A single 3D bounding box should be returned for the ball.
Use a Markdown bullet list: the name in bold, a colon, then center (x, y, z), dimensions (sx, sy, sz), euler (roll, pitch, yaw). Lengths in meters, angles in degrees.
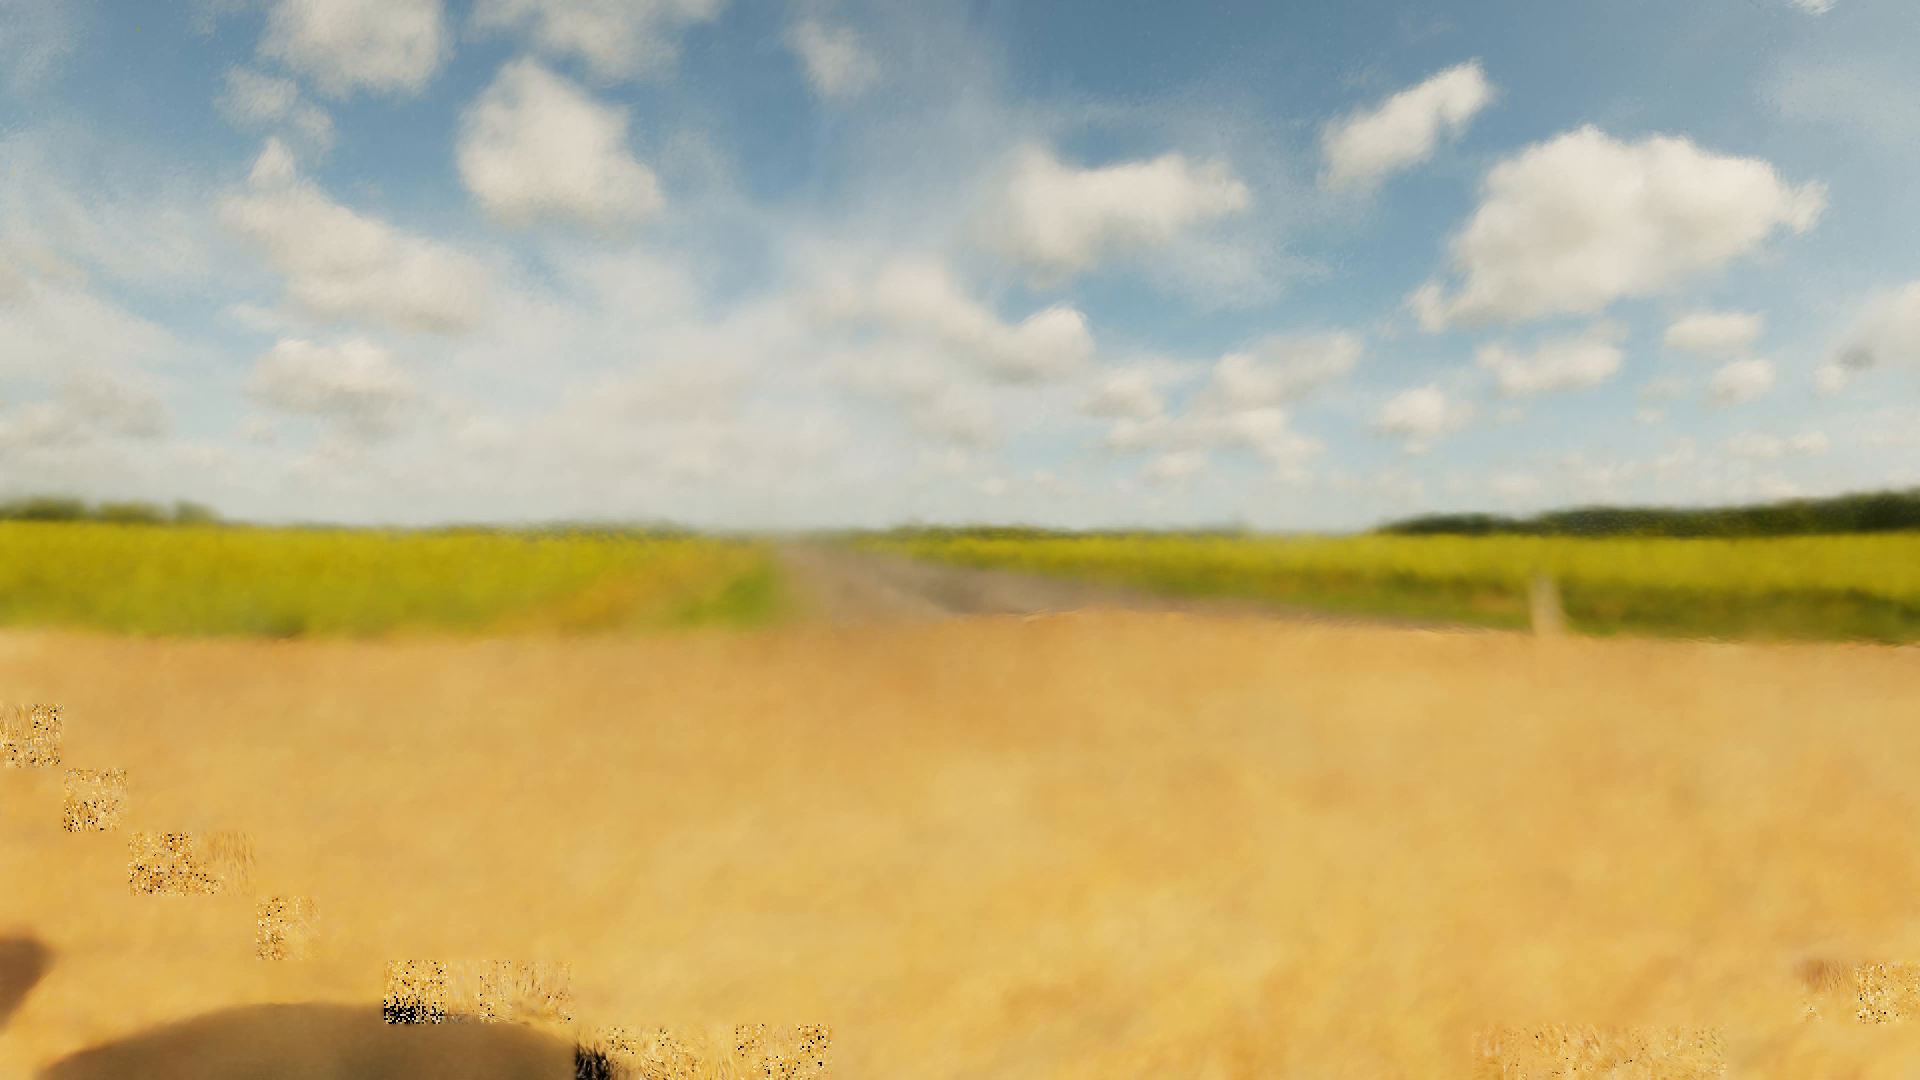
- **ball**: center (0.002, -0.001, 0.052), dimensions (0.080, 0.080, 0.080), euler (0, 4, 0)
